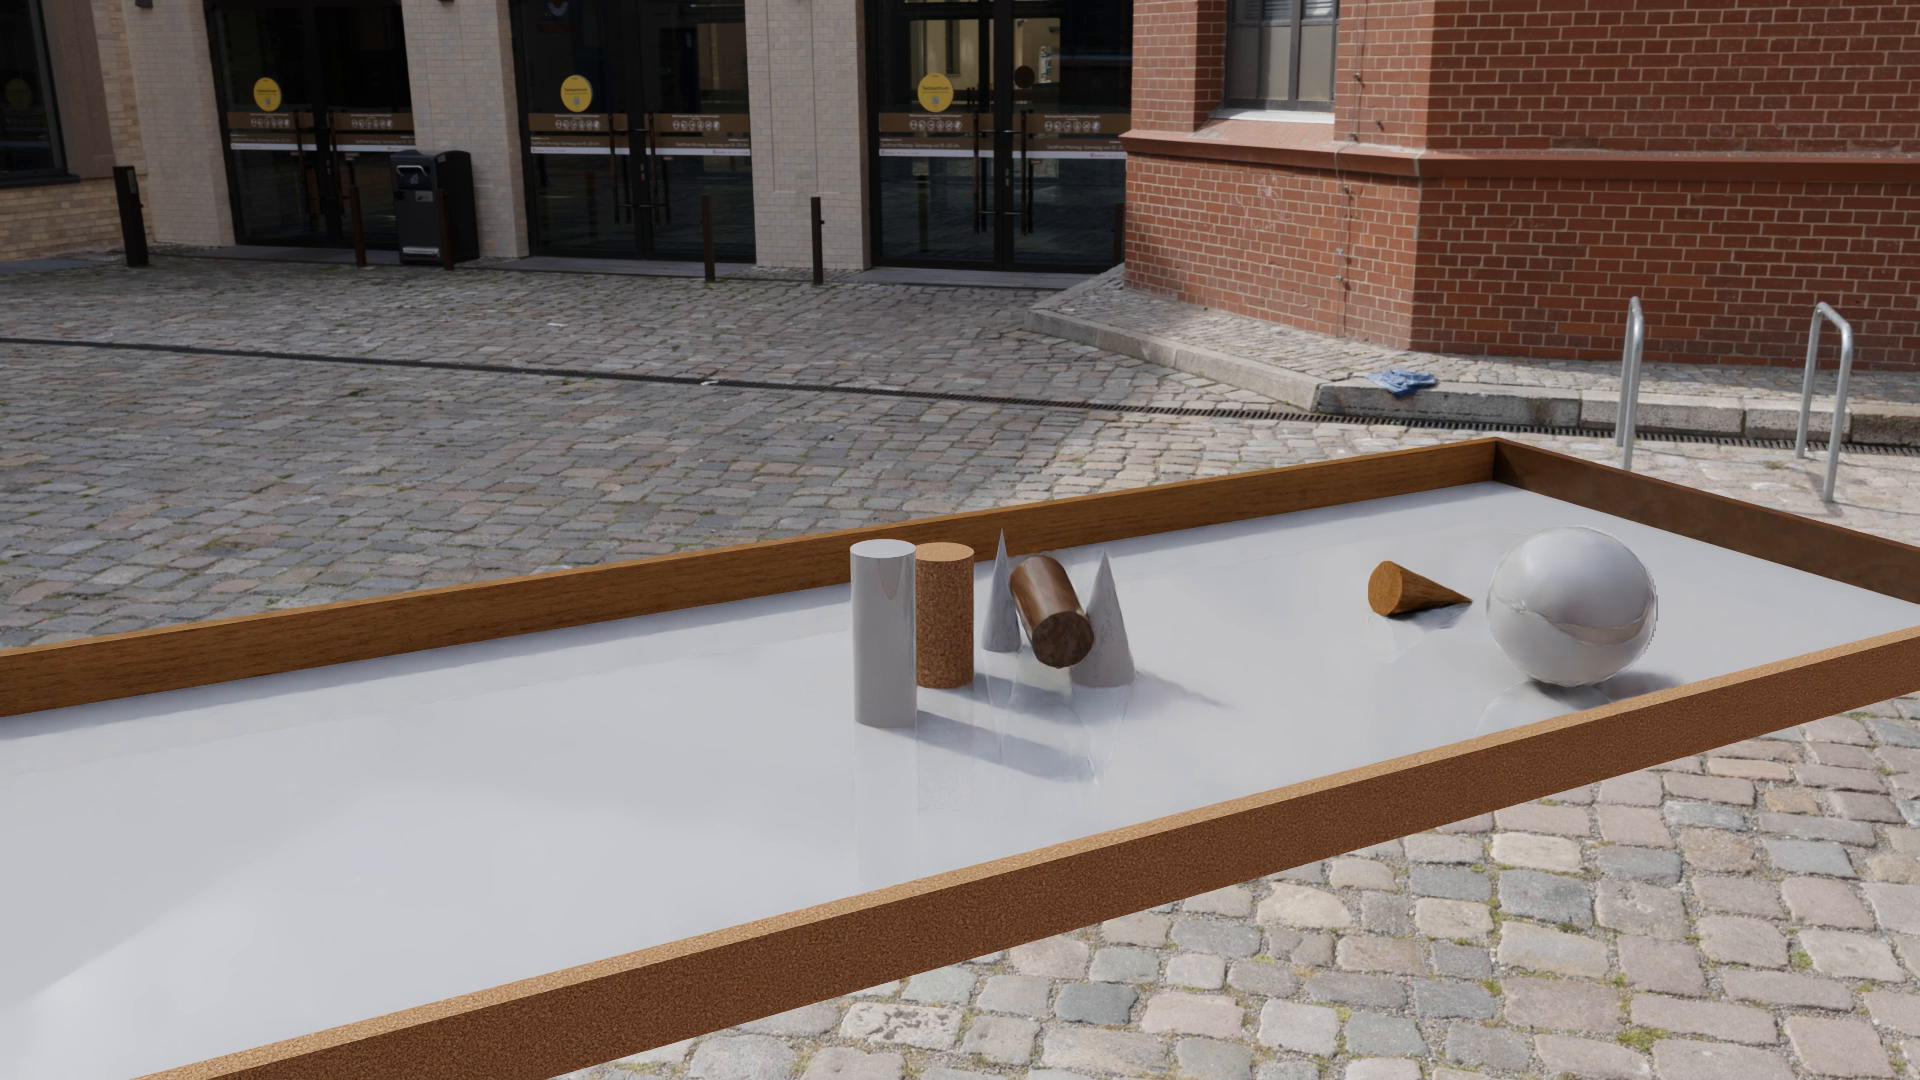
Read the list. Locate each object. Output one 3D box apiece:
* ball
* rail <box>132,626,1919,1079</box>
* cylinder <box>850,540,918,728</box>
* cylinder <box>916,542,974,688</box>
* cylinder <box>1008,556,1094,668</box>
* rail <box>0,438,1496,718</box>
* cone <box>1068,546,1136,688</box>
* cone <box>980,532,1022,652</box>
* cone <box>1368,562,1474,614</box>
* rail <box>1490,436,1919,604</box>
[{"bbox_3d":[1.512,0.165,4.092,0.396,0.396,0.396,0,16,0],"label":"ball"},{"bbox_3d":[-2.336,1.006,1.665,12.000,0.150,0.050,-9,18,-27],"label":"rail"},{"bbox_3d":[-0.178,0.219,3.873,0.153,0.416,0.153,0,16,0],"label":"cylinder"},{"bbox_3d":[-0.047,0.188,4.127,0.164,0.331,0.164,0,16,0],"label":"cylinder"},{"bbox_3d":[0.227,0.178,4.166,0.155,0.155,0.311,-2,26,-8],"label":"cylinder"},{"bbox_3d":[-3.305,0.497,3.399,12.000,0.150,0.050,-9,18,-27],"label":"rail"},{"bbox_3d":[0.361,0.176,4.144,0.177,0.346,0.177,0,16,0],"label":"cone"},{"bbox_3d":[0.110,0.123,4.353,0.111,0.328,0.111,0,16,0],"label":"cone"},{"bbox_3d":[1.339,0.155,4.694,0.320,0.152,0.152,8,12,-23],"label":"cone"},{"bbox_3d":[2.466,-0.048,5.253,0.050,0.150,2.100,-9,18,-27],"label":"rail"}]
